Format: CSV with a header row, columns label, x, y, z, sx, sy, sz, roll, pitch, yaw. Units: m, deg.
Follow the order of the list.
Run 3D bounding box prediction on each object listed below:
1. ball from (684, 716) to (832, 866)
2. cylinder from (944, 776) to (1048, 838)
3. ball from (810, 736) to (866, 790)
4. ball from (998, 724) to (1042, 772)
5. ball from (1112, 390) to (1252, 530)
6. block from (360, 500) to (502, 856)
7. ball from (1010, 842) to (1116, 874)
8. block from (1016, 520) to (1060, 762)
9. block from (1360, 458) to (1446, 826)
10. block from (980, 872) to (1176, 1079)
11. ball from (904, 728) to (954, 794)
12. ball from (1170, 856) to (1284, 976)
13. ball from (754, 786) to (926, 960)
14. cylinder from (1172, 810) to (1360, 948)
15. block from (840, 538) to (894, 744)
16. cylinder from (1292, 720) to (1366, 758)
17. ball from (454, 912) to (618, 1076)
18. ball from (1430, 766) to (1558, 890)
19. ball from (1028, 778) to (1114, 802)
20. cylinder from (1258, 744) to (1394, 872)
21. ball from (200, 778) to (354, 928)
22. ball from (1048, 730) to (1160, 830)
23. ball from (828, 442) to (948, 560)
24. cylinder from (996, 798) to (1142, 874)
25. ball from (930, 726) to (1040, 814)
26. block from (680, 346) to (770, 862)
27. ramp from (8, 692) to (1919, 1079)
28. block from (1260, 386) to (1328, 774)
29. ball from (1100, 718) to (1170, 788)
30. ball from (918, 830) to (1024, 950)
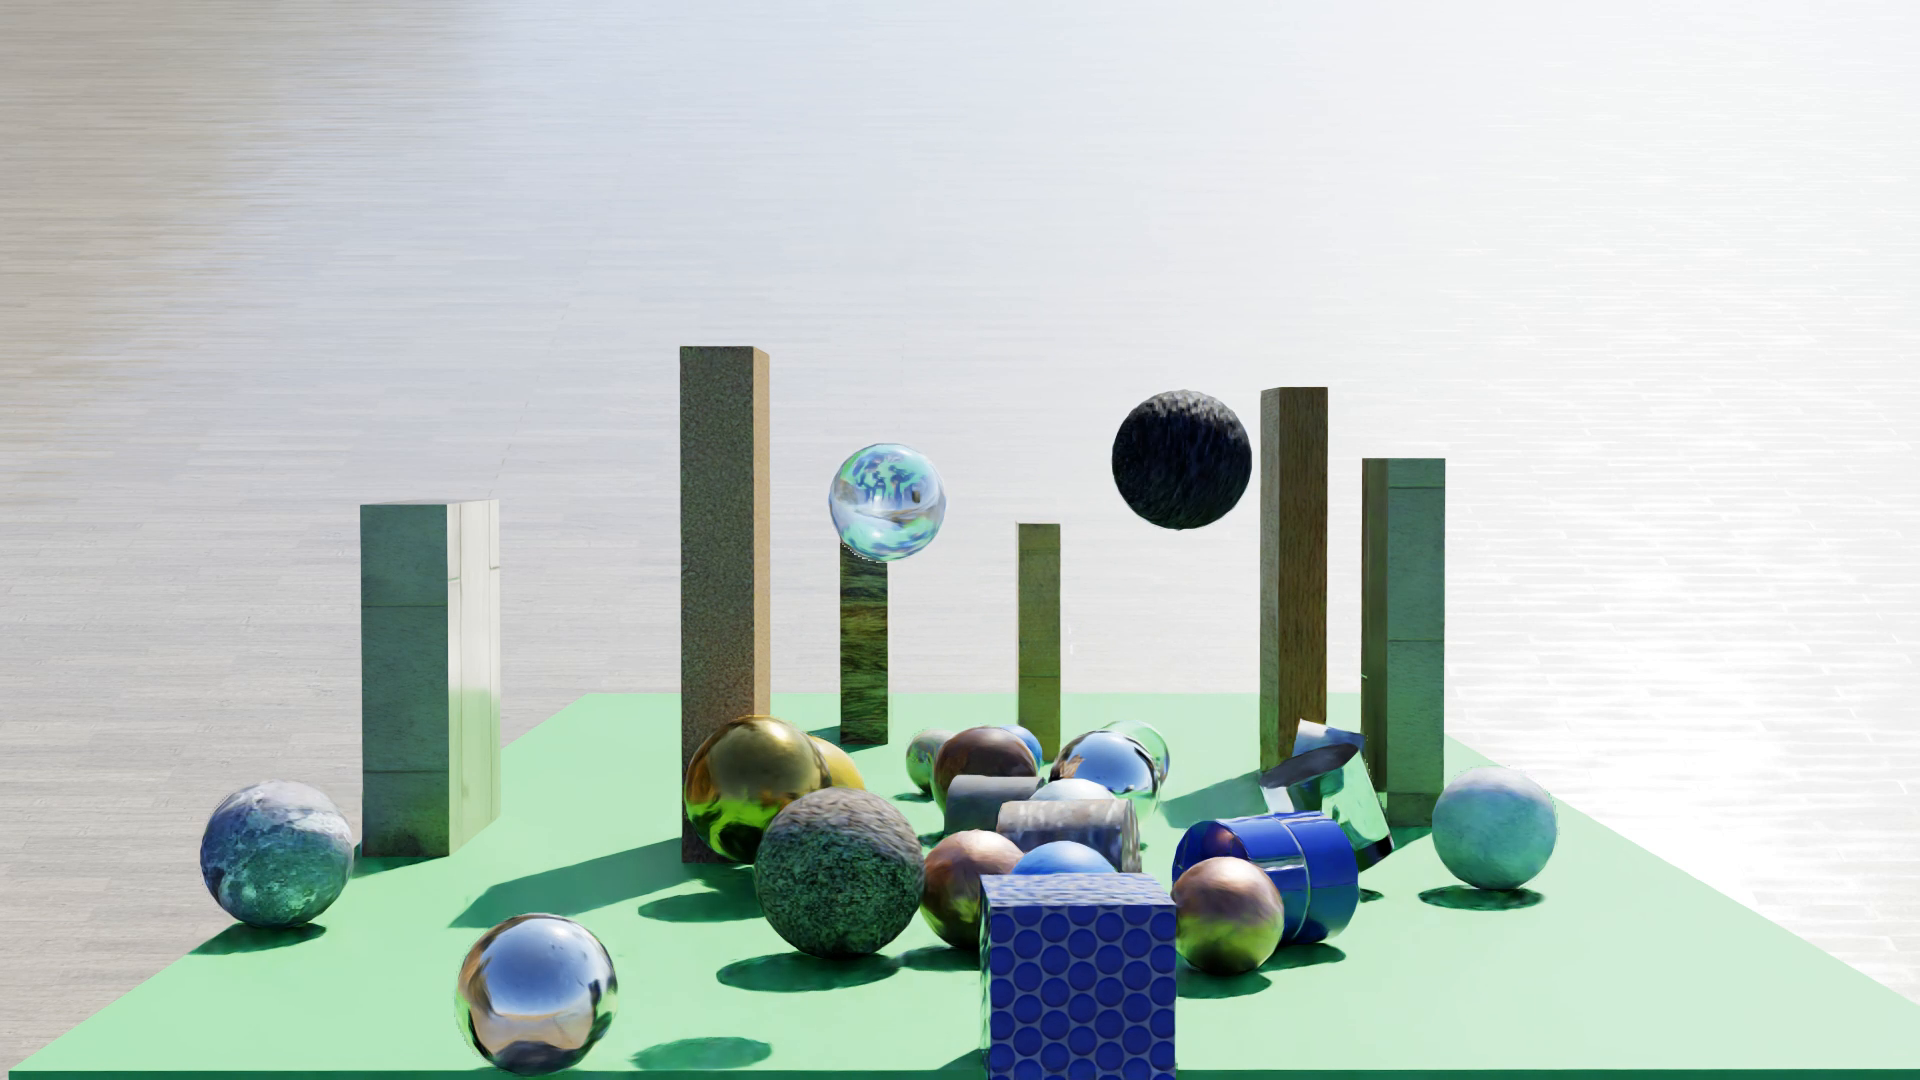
label,x,y,z,sx,sy,sz,roll,pitch,yaw
ball,-0.279,0.347,3.564,0.205,0.205,0.205,0,24,0
cylinder,0.057,0.415,3.818,0.130,0.130,0.130,0,24,15
ball,-0.236,0.384,3.763,0.199,0.199,0.199,0,24,0
ball,0.091,0.394,4.675,0.117,0.117,0.117,0,24,0
ball,0.236,-0.085,2.743,0.150,0.150,0.150,0,24,0
block,-0.839,0.205,4.113,0.132,0.533,0.439,0,2,0
ball,0.123,0.429,3.054,0.143,0.143,0.143,0,24,0
block,0.157,0.198,5.215,0.084,0.471,0.248,0,2,0
block,0.743,0.163,4.334,0.093,0.601,0.277,0,2,0
block,0.113,0.435,2.558,0.178,0.178,0.178,0,2,-3
ball,-0.040,0.396,4.613,0.117,0.117,0.117,0,24,0
ball,0.310,0.439,3.008,0.138,0.138,0.138,0,24,0
ball,-0.145,0.402,3.107,0.207,0.207,0.207,0,24,0
cylinder,0.376,0.421,3.177,0.163,0.163,0.163,-1,21,-33
block,-0.201,0.169,5.601,0.100,0.504,0.427,0,2,0
cylinder,0.613,0.368,4.321,0.111,0.111,0.111,13,26,8
ball,-0.415,0.447,2.532,0.159,0.159,0.159,0,24,0
ball,0.745,0.402,3.594,0.173,0.173,0.173,0,24,0
ball,0.158,0.411,3.603,0.155,0.155,0.155,0,24,0
cylinder,0.511,0.382,3.594,0.147,0.147,0.147,-21,8,3
ball,-0.877,0.403,3.312,0.191,0.191,0.191,0,24,0
ball,0.227,0.386,4.043,0.176,0.176,0.176,0,24,0
ball,-0.083,-0.045,2.973,0.137,0.137,0.137,0,24,0
cylinder,0.140,0.414,3.296,0.162,0.162,0.162,-3,24,12
ball,0.040,0.384,4.127,0.173,0.173,0.173,0,24,0
block,-0.360,0.091,3.989,0.109,0.768,0.328,0,2,0
ramp,0.056,0.507,4.550,2.000,0.100,4.000,0,2,0
block,0.622,0.082,4.817,0.088,0.729,0.294,0,2,0
ball,0.293,0.385,4.493,0.147,0.147,0.147,0,24,0
ball,0.020,0.430,3.165,0.148,0.148,0.148,0,24,0
